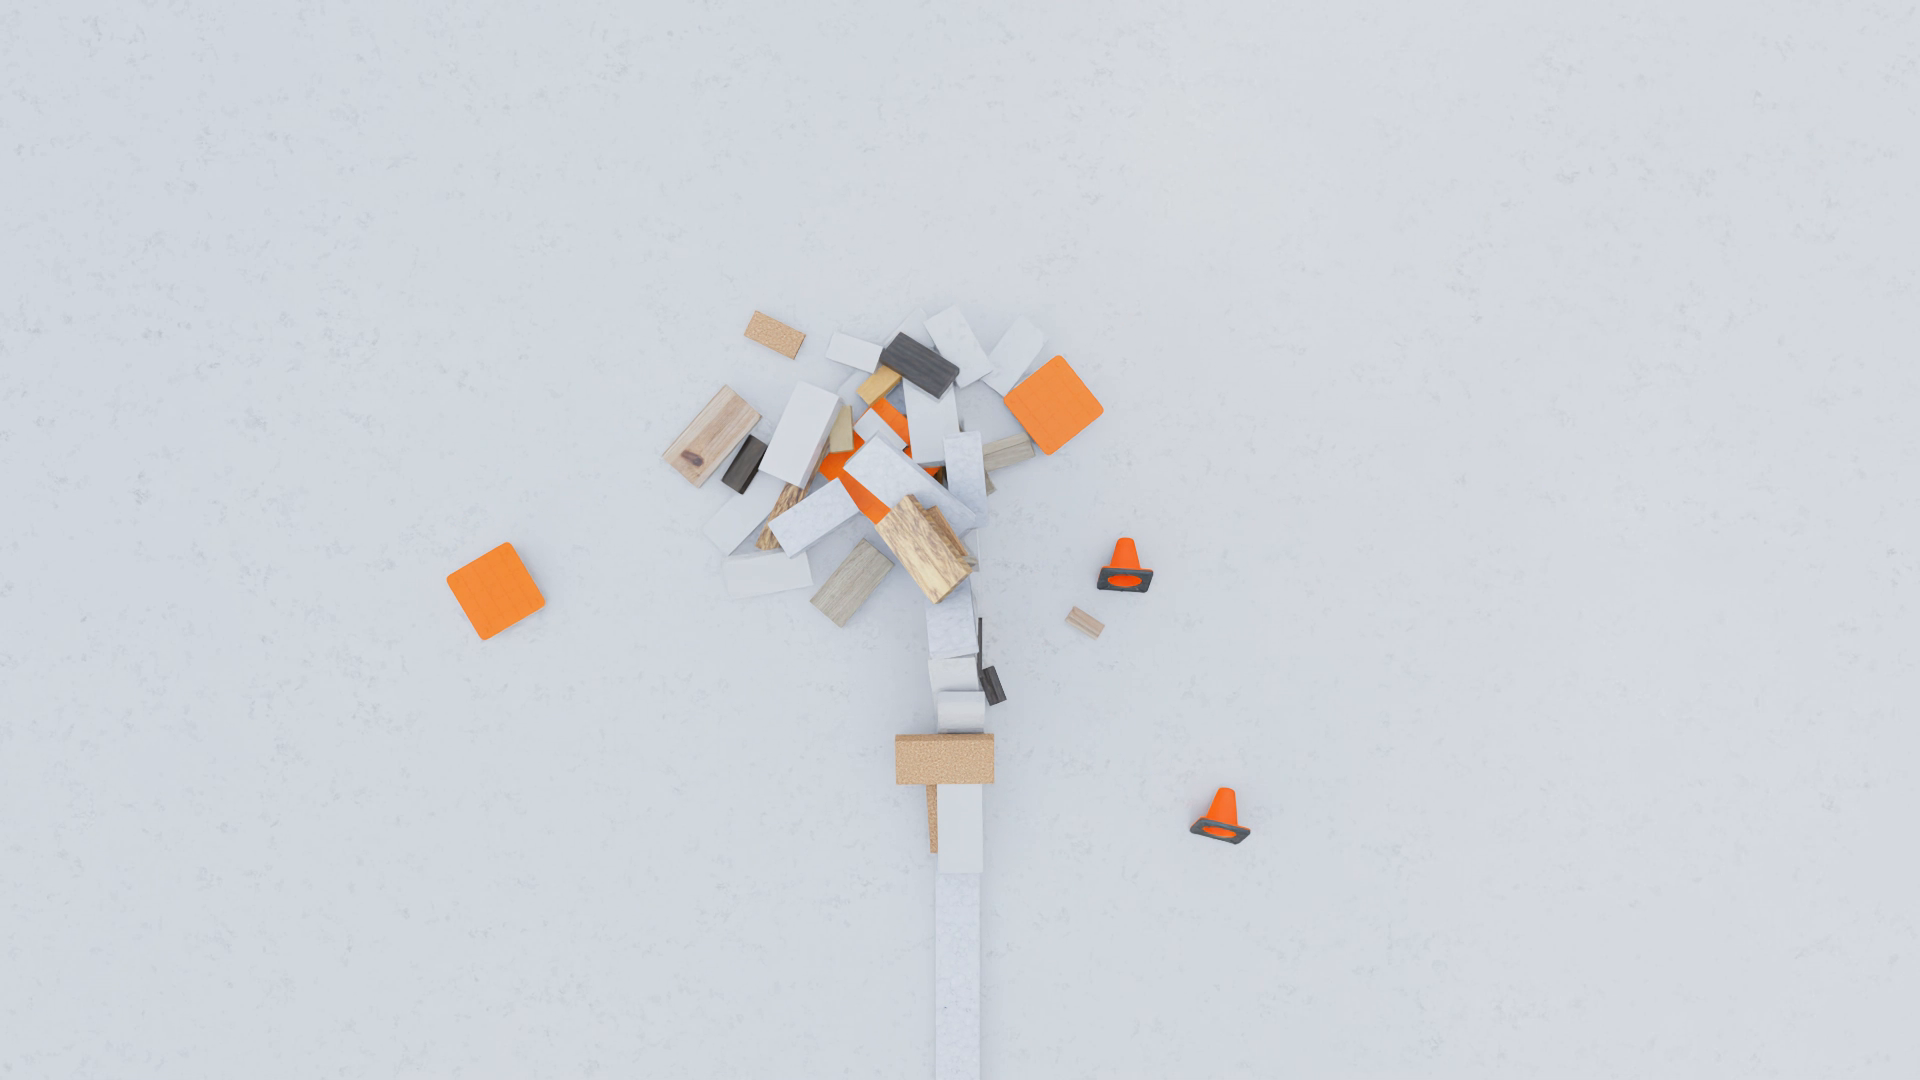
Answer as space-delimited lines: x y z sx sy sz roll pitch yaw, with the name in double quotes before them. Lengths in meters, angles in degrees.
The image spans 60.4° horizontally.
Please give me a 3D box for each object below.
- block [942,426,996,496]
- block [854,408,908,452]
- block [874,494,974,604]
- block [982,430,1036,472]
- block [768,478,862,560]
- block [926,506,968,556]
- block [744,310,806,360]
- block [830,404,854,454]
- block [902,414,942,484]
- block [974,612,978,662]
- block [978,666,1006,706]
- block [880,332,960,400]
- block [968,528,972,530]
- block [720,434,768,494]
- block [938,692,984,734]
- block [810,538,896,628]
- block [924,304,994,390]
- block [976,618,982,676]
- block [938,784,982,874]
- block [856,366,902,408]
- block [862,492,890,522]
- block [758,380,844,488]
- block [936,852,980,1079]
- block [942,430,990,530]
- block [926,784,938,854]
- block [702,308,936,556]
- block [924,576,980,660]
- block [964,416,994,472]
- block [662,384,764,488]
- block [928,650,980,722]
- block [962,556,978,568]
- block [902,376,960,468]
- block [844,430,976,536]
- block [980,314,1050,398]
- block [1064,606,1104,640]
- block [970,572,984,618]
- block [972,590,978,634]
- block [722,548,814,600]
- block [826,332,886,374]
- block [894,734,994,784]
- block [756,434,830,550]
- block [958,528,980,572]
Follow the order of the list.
"block" 0.004 -0.240 5.439 0.127 0.036 0.255 -32 74 8
"block" -0.260 -0.338 5.403 0.091 0.026 0.182 -46 73 7
"block" -0.117 0.029 5.257 0.161 0.046 0.321 -44 75 24
"block" 0.152 -0.292 5.469 0.182 0.026 0.091 -19 93 -10
"block" -0.476 -0.070 5.399 0.276 0.039 0.138 -34 75 -2
"block" -0.069 -0.006 5.331 0.101 0.029 0.202 -25 112 18
"block" -0.616 -0.682 5.487 0.184 0.026 0.092 26 90 0
"block" -0.390 -0.364 5.416 0.076 0.022 0.152 -6 78 11
"block" -0.124 -0.291 5.449 0.127 0.036 0.255 -2 87 28
"block" -0.001 0.299 5.330 0.101 0.029 0.202 -2 91 12
"block" 0.106 0.485 5.491 0.061 0.017 0.122 -21 90 0
"block" -0.132 -0.573 5.404 0.239 0.034 0.119 33 71 13
"block" 0.031 -0.081 5.448 0.063 0.018 0.126 6 89 2
"block" -0.708 -0.250 5.464 0.092 0.026 0.184 32 90 32
"block" 0.003 0.601 5.373 0.150 0.301 0.043 0 48 0
"block" -0.357 0.143 5.480 0.138 0.039 0.276 40 90 0
"block" -0.005 -0.638 5.447 0.126 0.036 0.251 -29 90 0
"block" 0.018 0.336 5.387 0.109 0.031 0.219 0 80 0
"block" 0.000 0.940 5.397 0.145 0.041 0.291 -1 90 0
"block" -0.263 -0.516 5.439 0.152 0.022 0.076 -42 66 0
"block" -0.185 -0.093 5.482 0.255 0.036 0.127 22 90 0
"block" -0.521 -0.347 5.417 0.162 0.046 0.323 24 88 21
"block" -0.008 1.273 5.479 0.145 0.041 1.114 0 90 0
"block" 0.020 -0.190 5.321 0.119 0.034 0.344 -7 124 -1
"block" -0.034 0.880 5.438 0.145 0.041 0.291 -4 90 0
"block" -0.454 -0.359 5.482 0.126 0.036 1.031 44 90 0
"block" -0.031 0.236 5.264 0.150 0.043 0.301 -11 52 6
"block" 0.063 -0.316 5.487 0.091 0.026 0.182 -3 90 0
"block" -0.822 -0.344 5.477 0.161 0.046 0.321 42 90 0
"block" -0.014 0.470 5.311 0.150 0.043 0.301 -4 133 4
"block" -0.009 0.077 5.319 0.075 0.149 0.021 -27 74 25
"block" -0.090 -0.393 5.373 0.162 0.046 0.323 -7 67 -2
"block" -0.161 -0.156 5.305 0.425 0.046 0.162 41 115 -14
"block" 0.174 -0.610 5.482 0.126 0.036 0.251 37 90 0
"block" 0.416 0.277 5.491 0.122 0.017 0.061 33 90 0
"block" 0.040 0.179 5.379 0.075 0.021 0.149 -2 88 -1
"block" 0.021 0.235 5.350 0.075 0.021 0.149 1 91 12
"block" -0.635 0.105 5.453 0.276 0.039 0.138 -10 115 0
"block" -0.346 -0.619 5.458 0.184 0.026 0.092 20 90 19
"block" -0.049 0.713 5.366 0.321 0.046 0.161 -1 112 0
"block" -0.541 -0.172 5.454 0.076 0.022 0.468 26 92 -5
"block" 0.006 0.086 5.418 0.119 0.034 0.239 -4 89 8
